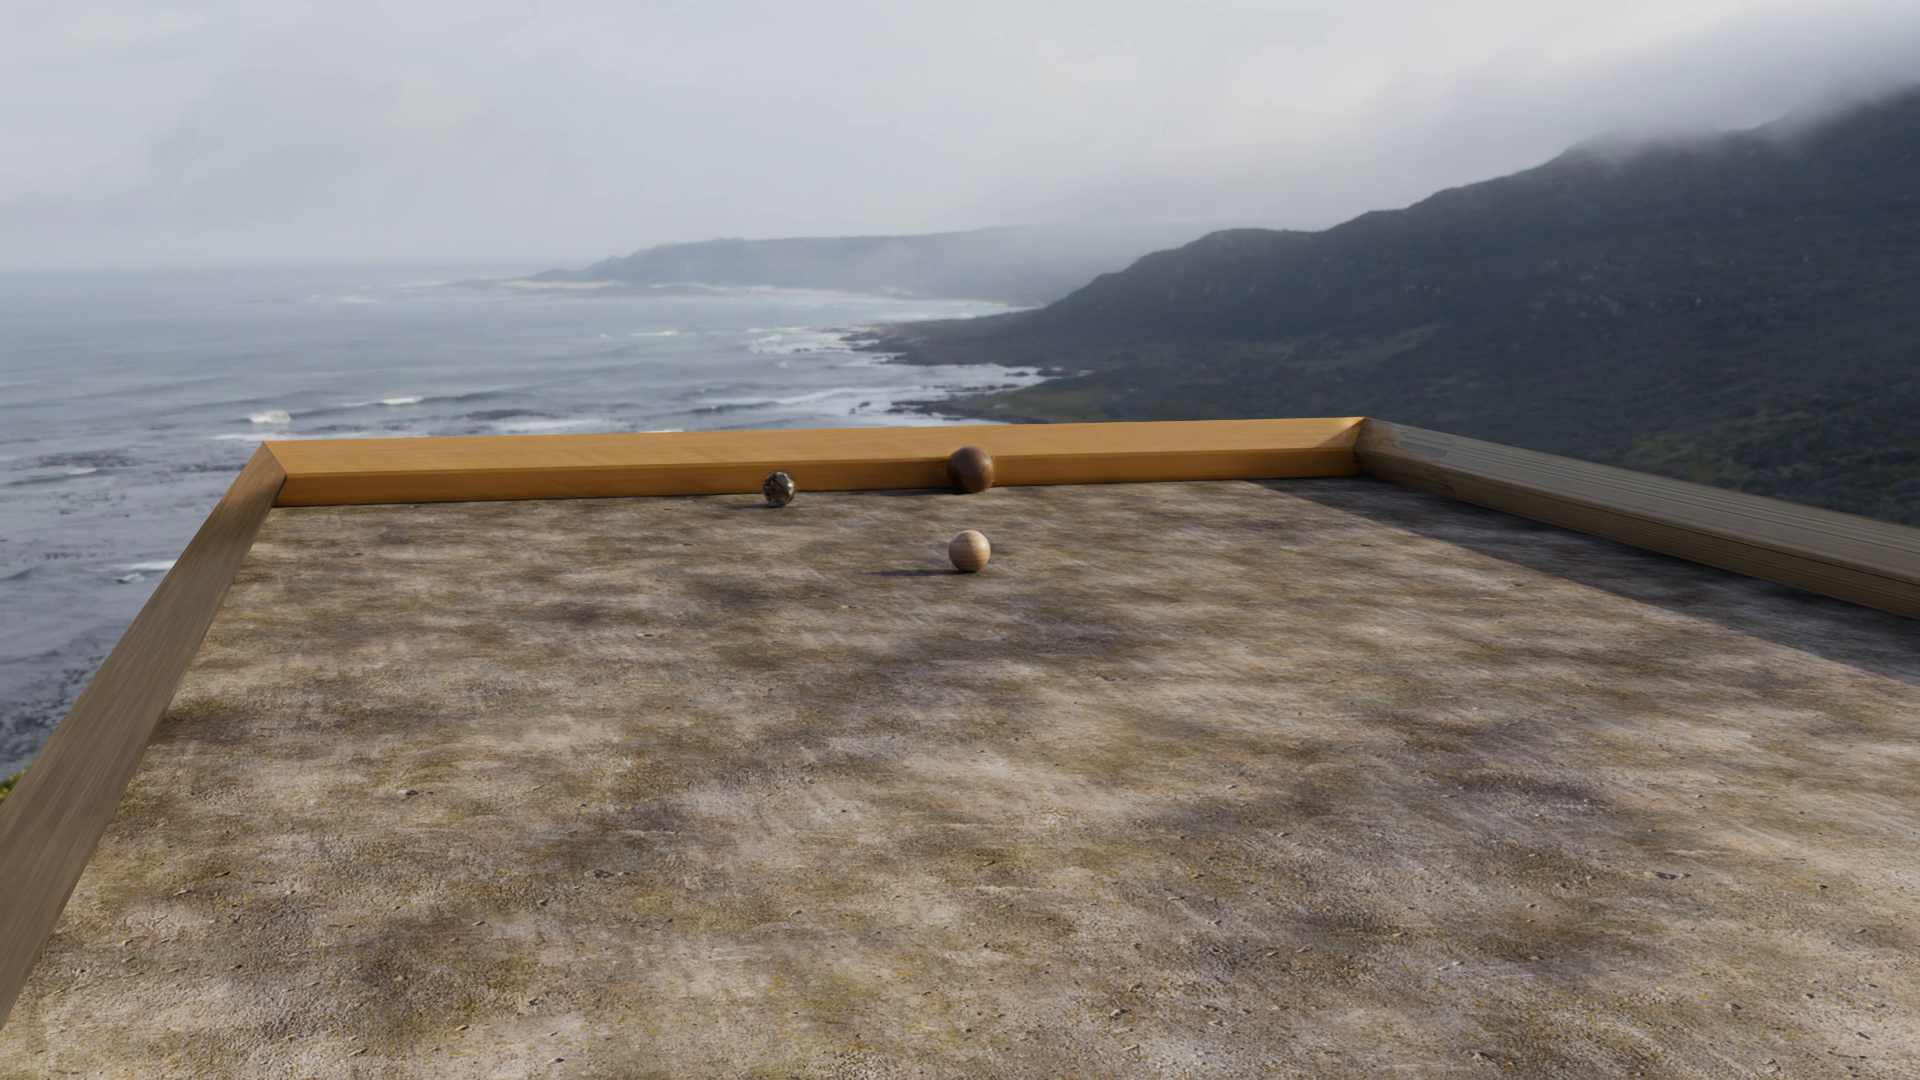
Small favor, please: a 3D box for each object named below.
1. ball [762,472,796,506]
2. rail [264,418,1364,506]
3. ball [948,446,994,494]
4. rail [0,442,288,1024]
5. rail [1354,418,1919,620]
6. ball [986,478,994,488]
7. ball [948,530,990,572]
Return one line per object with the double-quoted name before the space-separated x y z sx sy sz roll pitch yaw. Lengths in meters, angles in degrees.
"ball" -0.343 -0.096 4.171 0.065 0.065 0.065 0 8 0
"rail" -0.223 -0.160 4.412 2.250 0.123 0.045 -2 8 -14
"ball" 0.022 -0.140 4.381 0.095 0.095 0.095 0 8 0
"rail" -0.842 0.135 2.329 0.045 0.123 3.842 -2 8 -14
"rail" 1.298 0.062 2.847 0.045 0.123 3.842 -2 8 -14
"ball" 0.043 -0.127 4.453 0.049 0.049 0.049 0 8 0
"ball" 0.015 0.017 3.377 0.065 0.065 0.065 0 8 0
